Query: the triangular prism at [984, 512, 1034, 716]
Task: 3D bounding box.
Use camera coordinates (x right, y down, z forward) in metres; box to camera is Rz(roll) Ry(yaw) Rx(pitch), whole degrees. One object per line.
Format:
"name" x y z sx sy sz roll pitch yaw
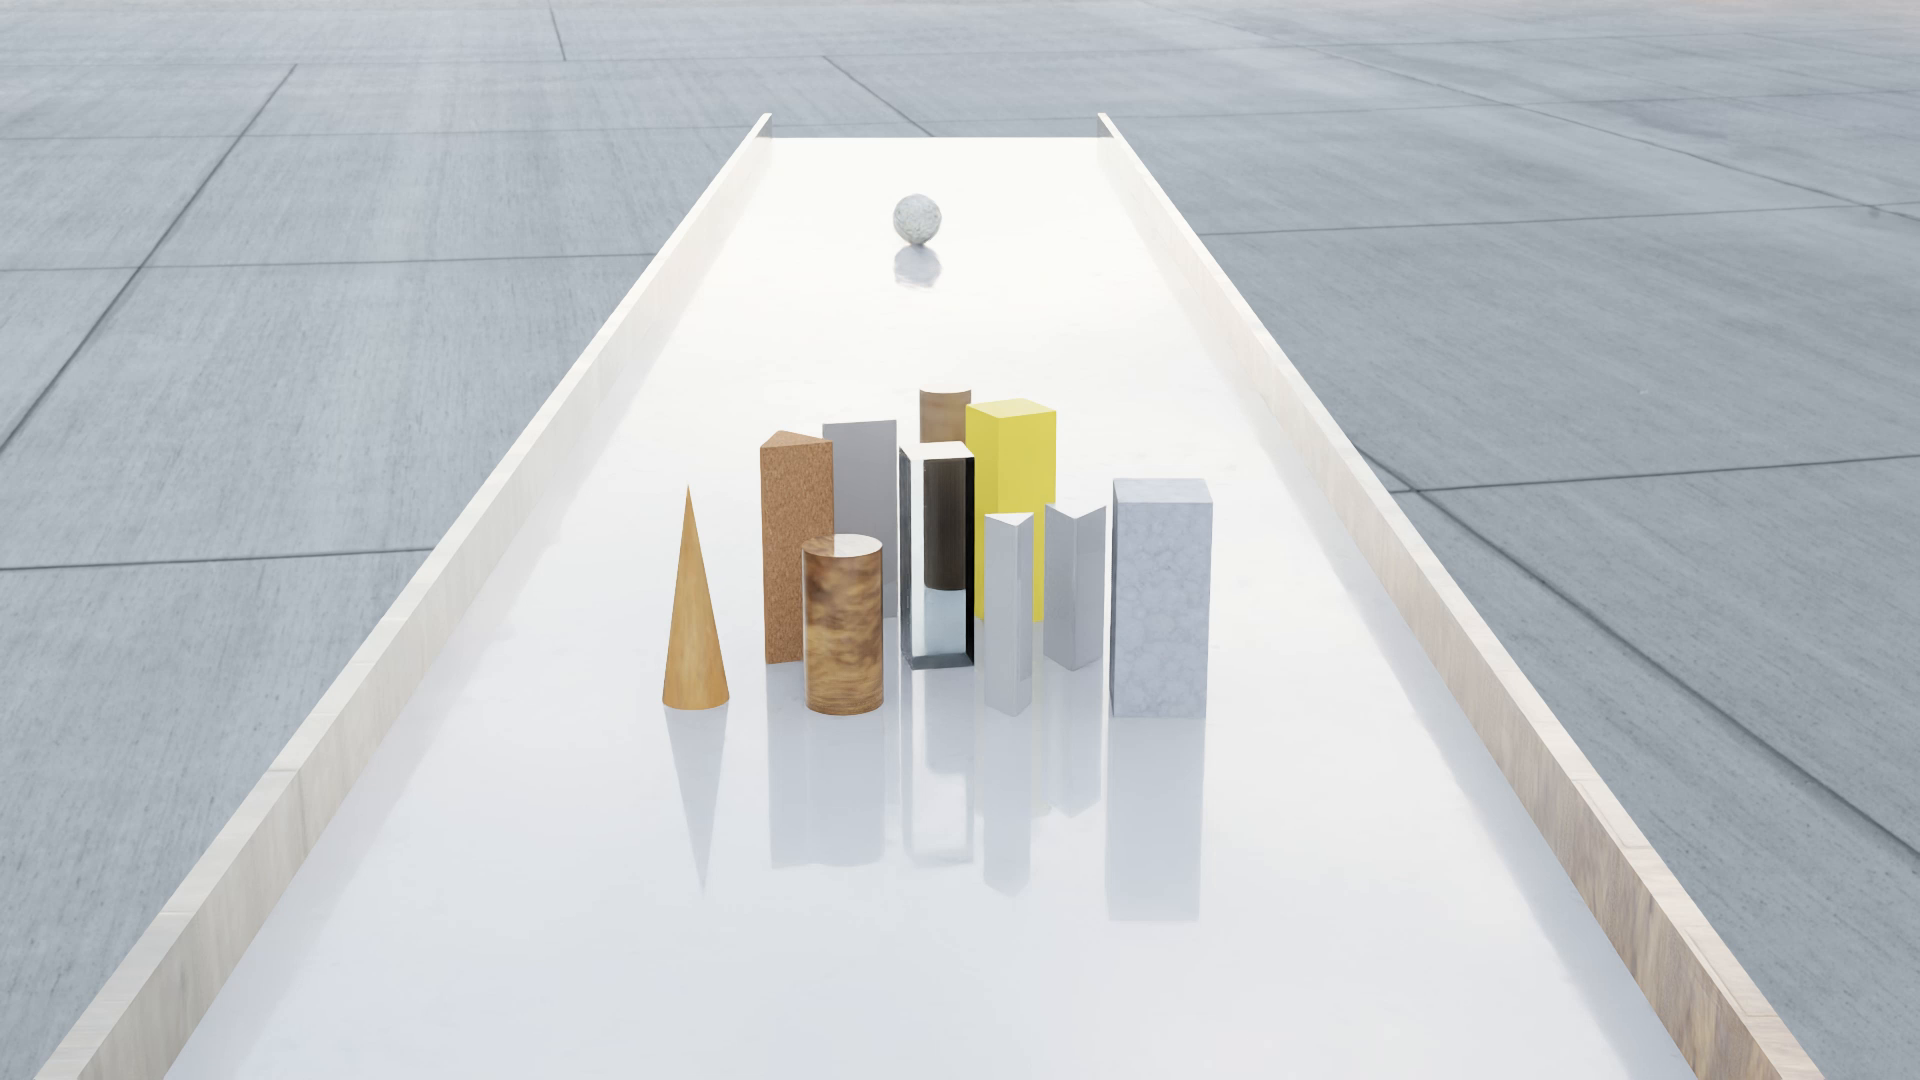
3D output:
"triangular prism" 0.105 0.135 4.118 0.079 0.373 0.091 -13 21 -36

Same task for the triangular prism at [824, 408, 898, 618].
"triangular prism" -0.222 -0.057 4.662 0.154 0.431 0.134 -4 17 -13

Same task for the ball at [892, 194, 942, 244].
"ball" -0.186 -1.391 9.527 0.215 0.215 0.215 0 17 0

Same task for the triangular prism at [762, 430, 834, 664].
"triangular prism" -0.339 0.010 4.411 0.145 0.446 0.126 -6 18 -19

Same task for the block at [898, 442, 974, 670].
"block" -0.046 0.031 4.367 0.126 0.430 0.126 -4 17 -12

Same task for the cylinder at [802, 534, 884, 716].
"cylinder" -0.221 0.159 4.148 0.151 0.311 0.151 0 17 0

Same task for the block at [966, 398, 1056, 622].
"block" 0.106 -0.058 4.630 0.138 0.452 0.138 -9 19 -27

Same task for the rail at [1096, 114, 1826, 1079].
"rail" 0.932 -0.844 7.801 0.050 0.150 12.000 0 17 -1

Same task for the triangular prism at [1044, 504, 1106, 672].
"triangular prism" 0.213 0.087 4.381 0.103 0.315 0.119 11 20 32

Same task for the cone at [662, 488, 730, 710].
"cone" -0.506 0.097 4.148 0.129 0.428 0.129 0 17 0

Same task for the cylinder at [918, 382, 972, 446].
"cylinder" -0.032 -0.126 4.883 0.116 0.436 0.116 0 17 0

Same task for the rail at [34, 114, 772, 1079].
"rail" -1.118 -0.838 7.780 0.050 0.150 12.000 0 17 -1

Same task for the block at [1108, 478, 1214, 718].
"block" 0.374 0.107 4.132 0.172 0.418 0.172 0 17 1
